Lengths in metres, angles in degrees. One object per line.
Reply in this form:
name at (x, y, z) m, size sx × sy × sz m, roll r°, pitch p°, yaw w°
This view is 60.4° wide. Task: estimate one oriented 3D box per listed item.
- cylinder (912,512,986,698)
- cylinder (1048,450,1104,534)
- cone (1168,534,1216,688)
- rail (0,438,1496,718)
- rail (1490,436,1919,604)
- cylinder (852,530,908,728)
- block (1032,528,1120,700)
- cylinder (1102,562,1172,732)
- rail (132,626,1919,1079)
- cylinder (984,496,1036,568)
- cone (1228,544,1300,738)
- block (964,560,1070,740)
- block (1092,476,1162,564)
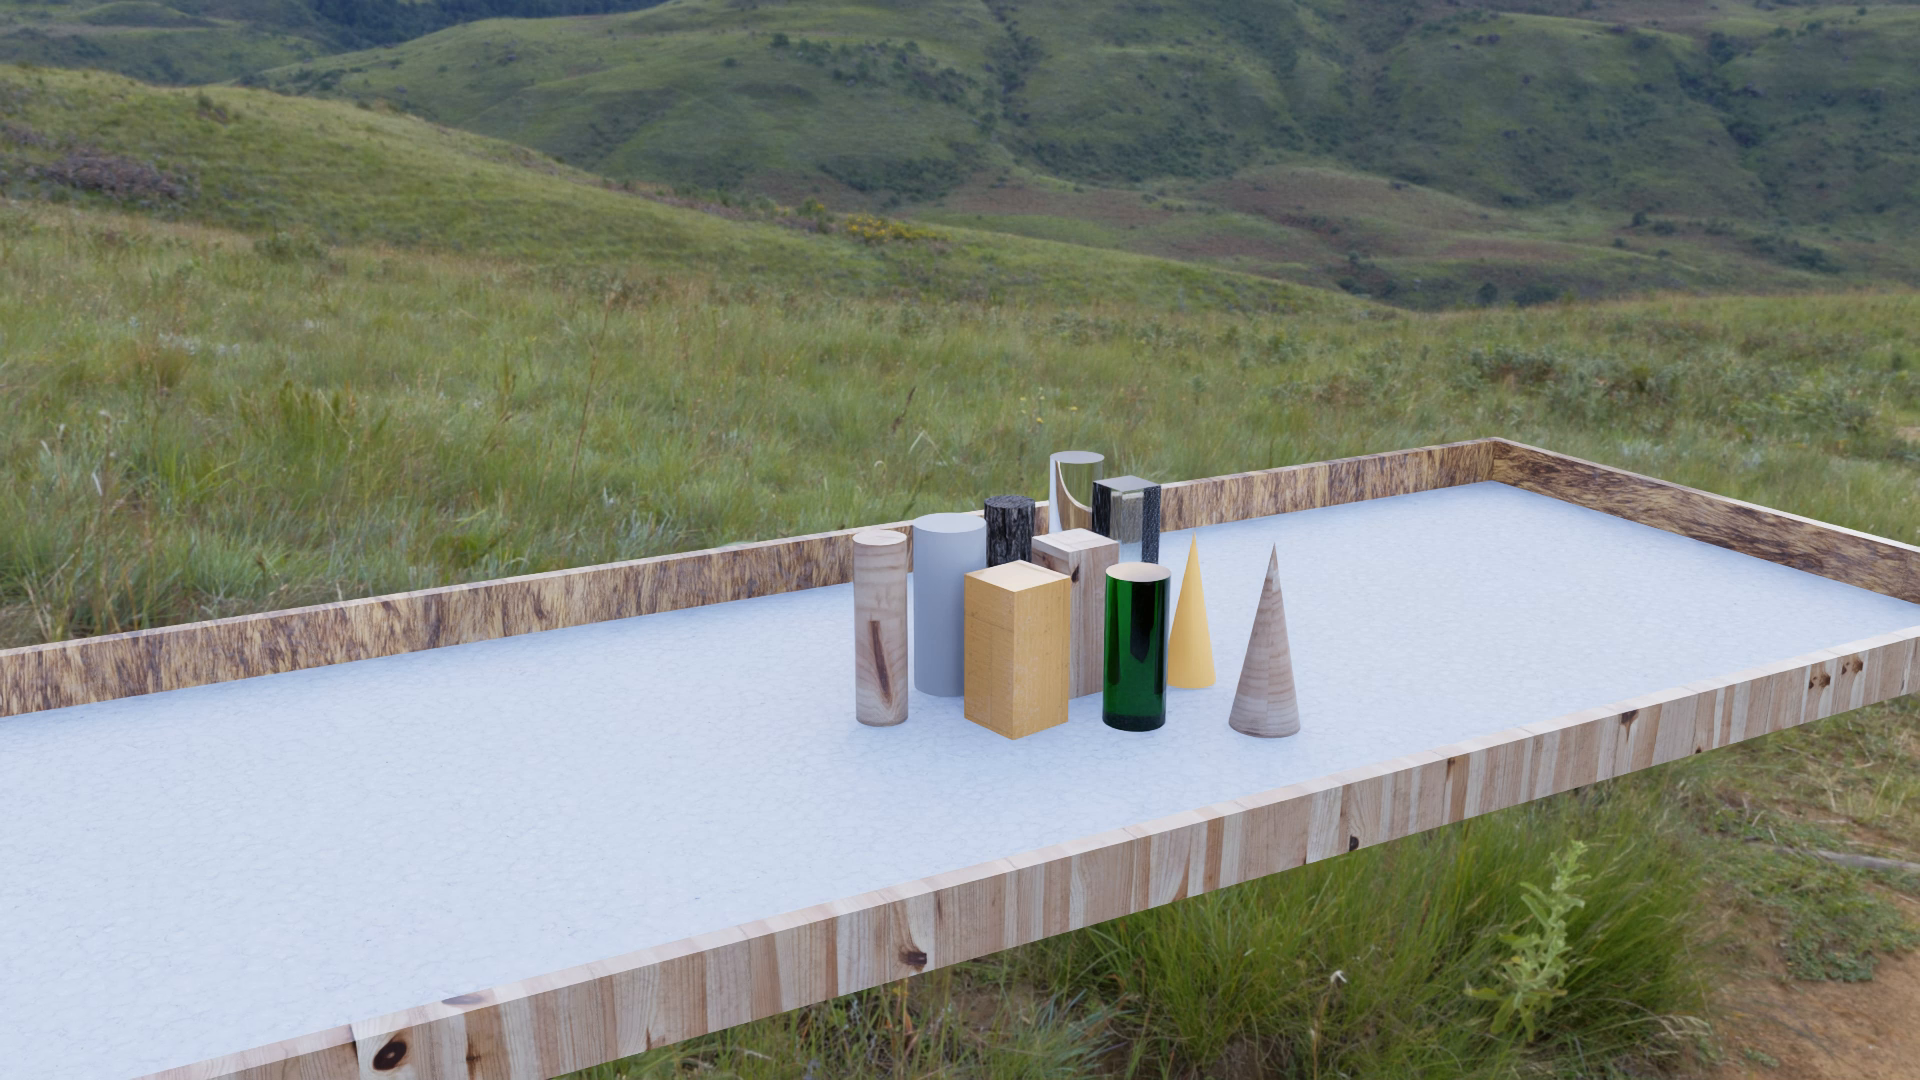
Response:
cylinder at (-0.025, 0.159, 4.071) m, size 0.180 × 0.419 × 0.180 m, roll 0°, pitch 16°, yaw 0°
cylinder at (0.319, -0.006, 4.564) m, size 0.149 × 0.458 × 0.149 m, roll 0°, pitch 16°, yaw 0°
cone at (0.576, 0.163, 4.109) m, size 0.139 × 0.390 × 0.139 m, roll 0°, pitch 16°, yaw 0°
rail at (-3.305, 0.497, 3.399) m, size 12.000 × 0.150 × 0.050 m, roll -9°, pitch 18°, yaw -27°
rail at (2.466, -0.048, 5.253) m, size 0.050 × 0.150 × 2.100 m, roll -9°, pitch 18°, yaw -27°
cylinder at (-0.185, 0.207, 3.861) m, size 0.125 × 0.444 × 0.125 m, roll 0°, pitch 16°, yaw 0°
block at (0.281, 0.181, 4.070) m, size 0.152 × 0.378 × 0.152 m, roll -10°, pitch 19°, yaw -32°
cylinder at (0.412, 0.249, 3.857) m, size 0.151 × 0.367 × 0.151 m, roll 0°, pitch 16°, yaw 0°
rail at (-2.336, 1.006, 1.665) m, size 12.000 × 0.150 × 0.050 m, roll -9°, pitch 18°, yaw -27°
cylinder at (0.129, 0.092, 4.334) m, size 0.133 × 0.399 × 0.133 m, roll 0°, pitch 16°, yaw 0°
cone at (0.716, 0.218, 3.817) m, size 0.168 × 0.449 × 0.168 m, roll 0°, pitch 16°, yaw 0°
block at (0.133, 0.254, 3.855) m, size 0.174 × 0.359 × 0.174 m, roll -13°, pitch 21°, yaw -38°
block at (0.433, 0.066, 4.343) m, size 0.126 × 0.444 × 0.126 m, roll -10°, pitch 19°, yaw -31°
